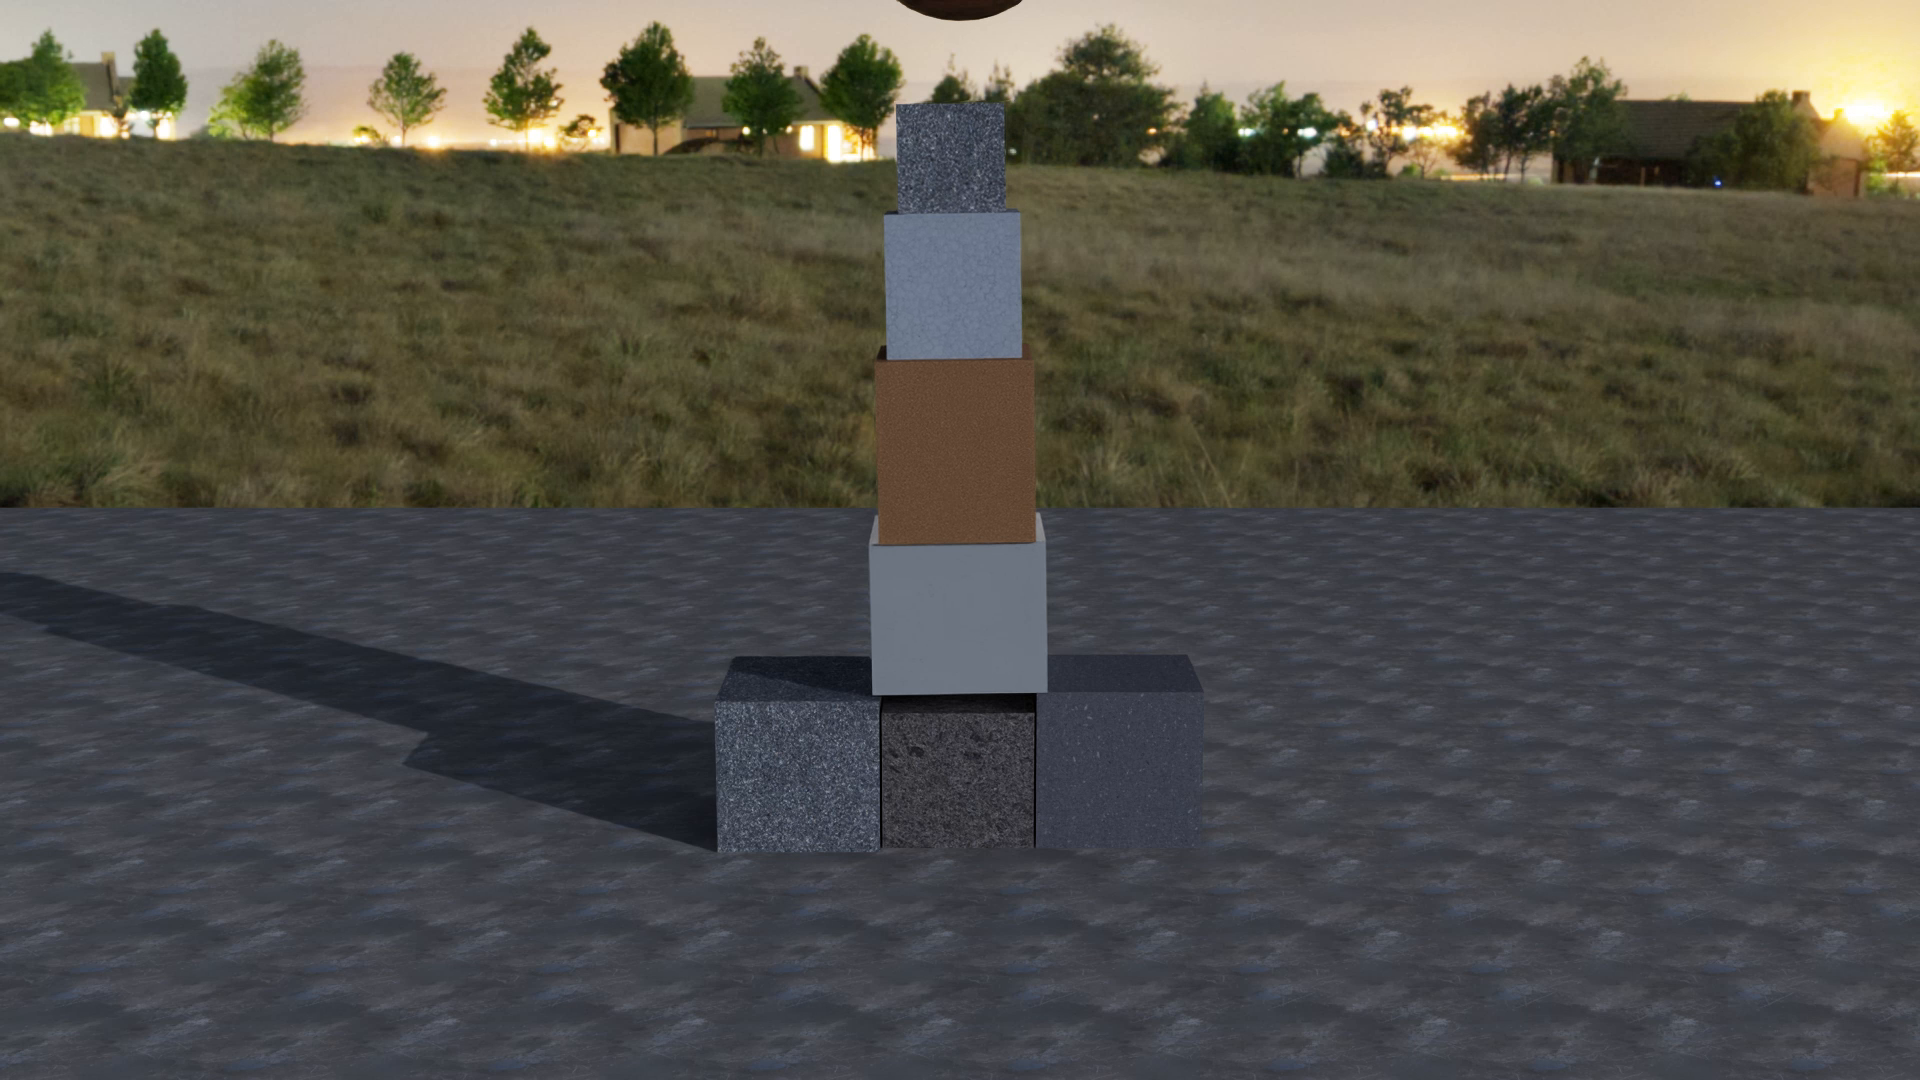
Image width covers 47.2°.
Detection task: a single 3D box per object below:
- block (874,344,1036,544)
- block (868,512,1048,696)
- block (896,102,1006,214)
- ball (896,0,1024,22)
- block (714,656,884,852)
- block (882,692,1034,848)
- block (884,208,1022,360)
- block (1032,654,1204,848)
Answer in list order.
[{"bbox_3d":[-0.020,-0.501,11.091,0.766,0.891,0.891,-1,10,0],"label":"block"},{"bbox_3d":[-0.006,0.313,11.241,0.867,0.763,0.845,-1,10,0],"label":"block"},{"bbox_3d":[-0.043,-1.881,10.832,0.519,0.521,0.543,-1,10,0],"label":"block"},{"bbox_3d":[0.000,-4.501,15.601,1.600,1.600,1.600,0,10,0],"label":"ball"},{"bbox_3d":[-0.805,1.092,11.389,0.811,0.776,0.961,0,10,0],"label":"block"},{"bbox_3d":[-0.009,1.131,11.395,0.761,0.697,0.821,0,10,0],"label":"block"},{"bbox_3d":[-0.033,-1.283,10.949,0.657,0.699,0.652,-1,10,0],"label":"block"},{"bbox_3d":[0.796,1.080,11.373,0.830,0.807,0.809,0,10,0],"label":"block"}]
